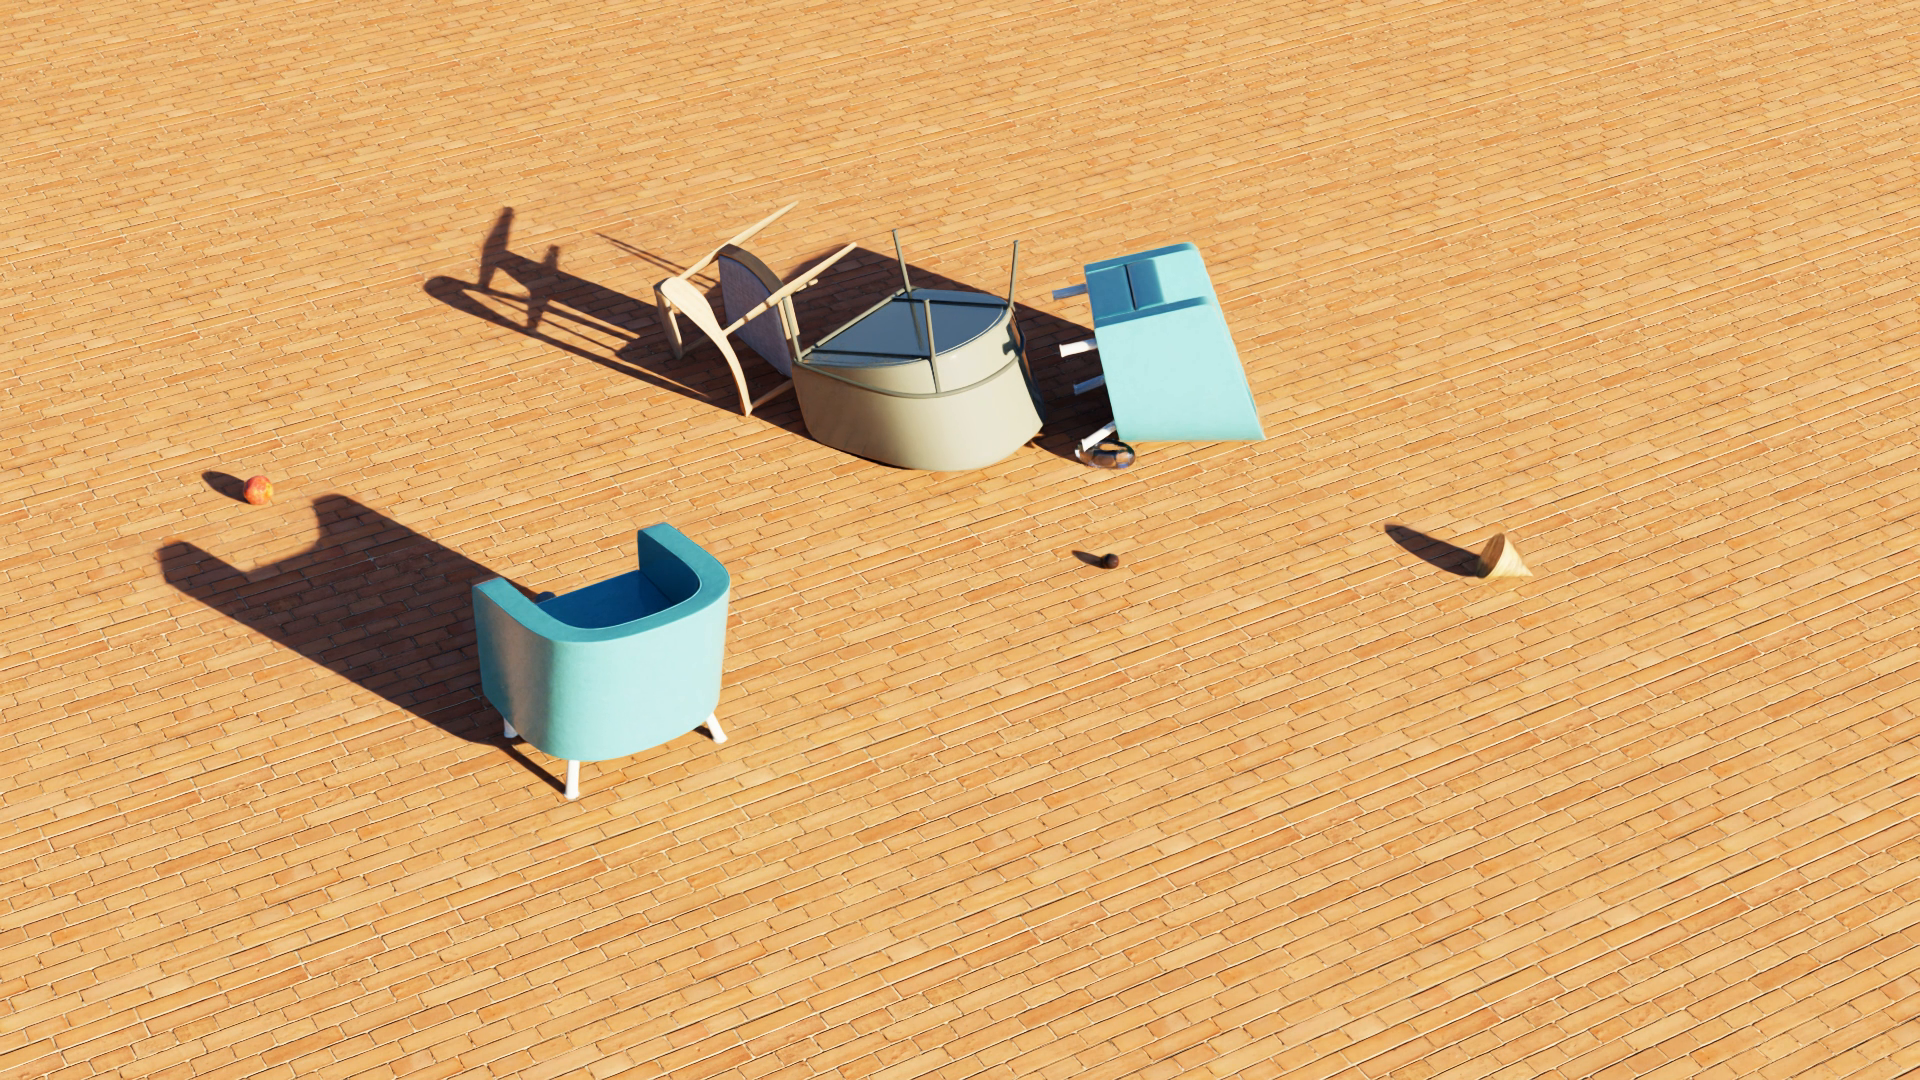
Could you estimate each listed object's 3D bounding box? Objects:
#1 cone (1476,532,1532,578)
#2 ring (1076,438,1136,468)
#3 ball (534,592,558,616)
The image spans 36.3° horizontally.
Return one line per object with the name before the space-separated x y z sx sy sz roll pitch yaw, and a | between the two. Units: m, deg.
cone | 2.020 0.094 10.726 0.184 0.186 0.192 25 7 -12
ring | 0.565 -0.335 11.376 0.240 0.085 0.123 9 35 11
ball | -1.483 0.227 10.521 0.087 0.087 0.087 0 33 0
